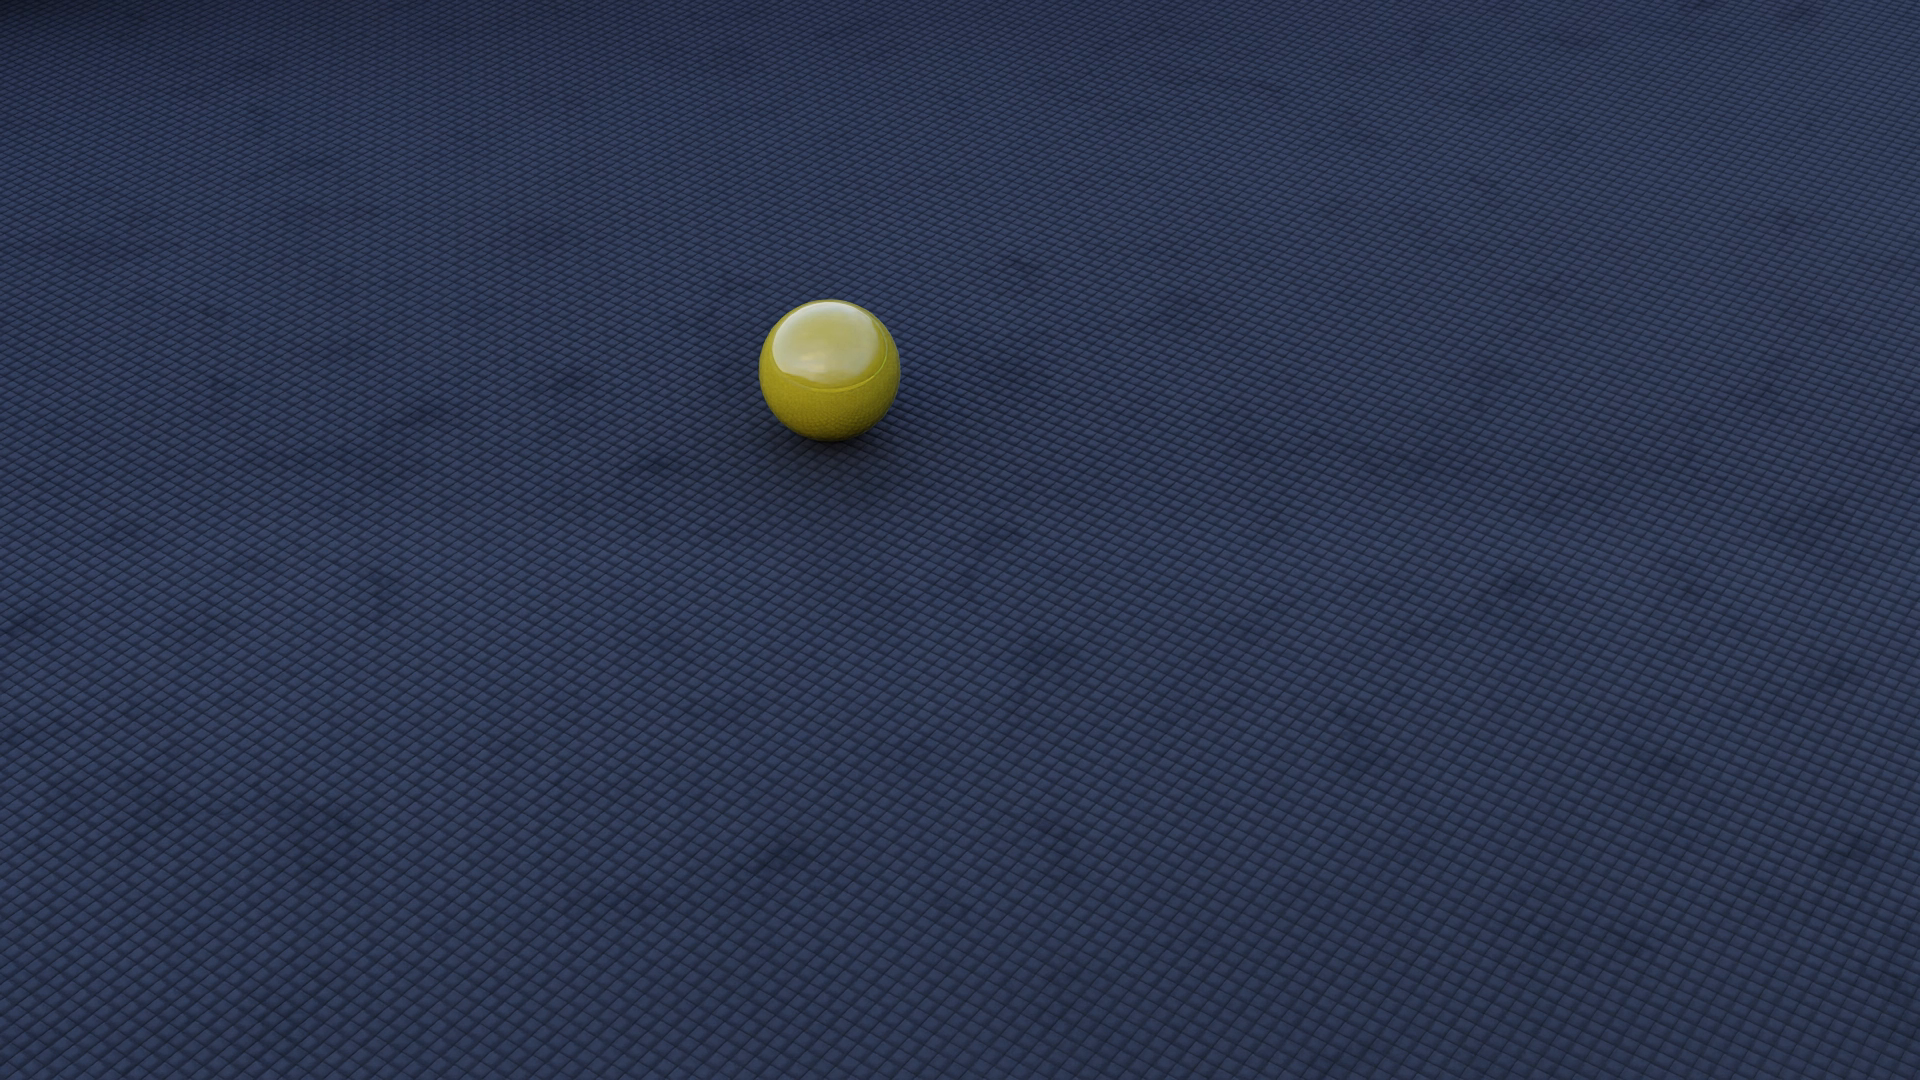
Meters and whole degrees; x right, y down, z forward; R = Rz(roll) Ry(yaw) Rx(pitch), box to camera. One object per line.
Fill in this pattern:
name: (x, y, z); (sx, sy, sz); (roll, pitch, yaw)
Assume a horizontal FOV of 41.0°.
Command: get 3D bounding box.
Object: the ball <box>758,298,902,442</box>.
ball: (-0.084, -0.109, 1.648); (0.092, 0.092, 0.092); (0, 36, 0)
